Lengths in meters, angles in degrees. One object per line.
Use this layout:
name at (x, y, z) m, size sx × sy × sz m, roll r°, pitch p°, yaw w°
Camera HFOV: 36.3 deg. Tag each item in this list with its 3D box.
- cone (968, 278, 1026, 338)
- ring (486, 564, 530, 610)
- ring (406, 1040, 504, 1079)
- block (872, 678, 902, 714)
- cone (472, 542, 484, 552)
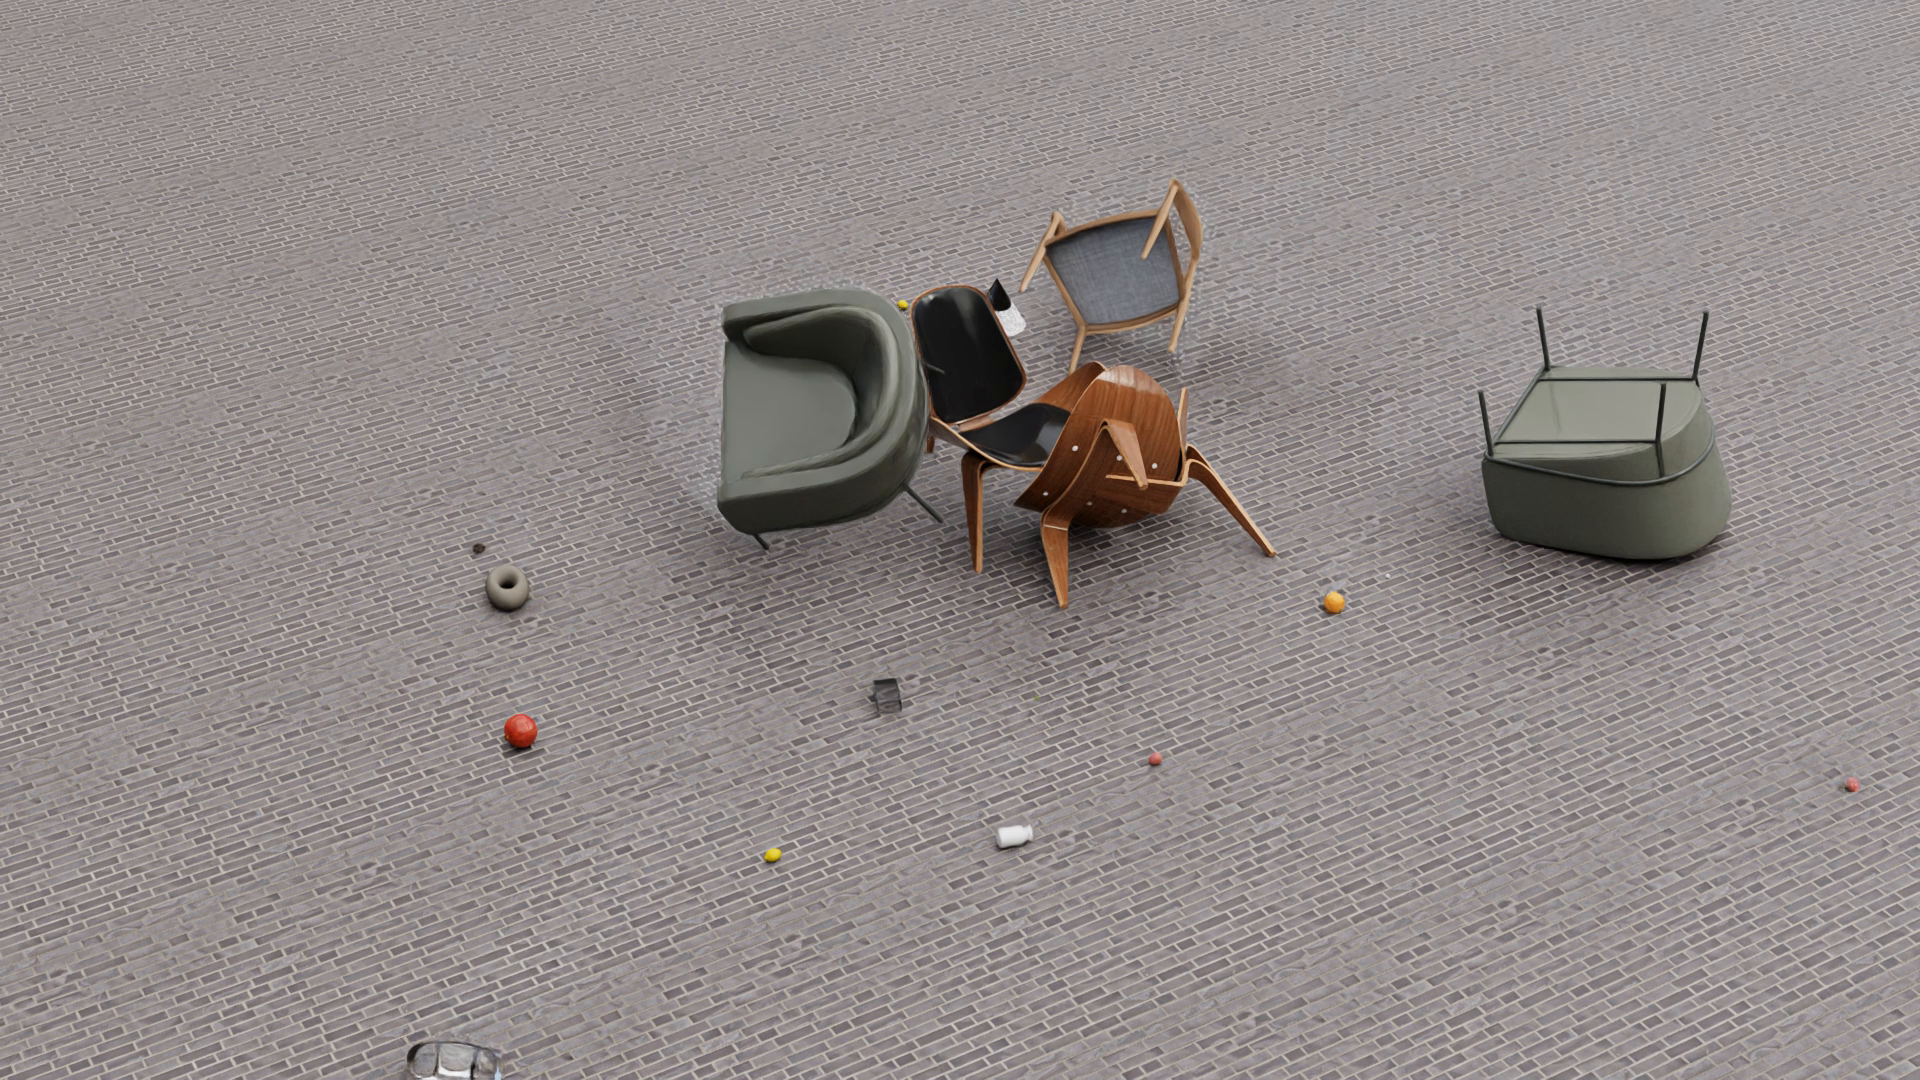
cone at (0.154, -0.998, 12.256) m, size 0.248 × 0.223 × 0.230 m, roll -8°, pitch 34°, yaw -12°
ring at (-1.639, 0.171, 10.616) m, size 0.155 × 0.077 × 0.235 m, roll -7°, pitch 35°, yaw -13°
ring at (-1.460, 1.515, 8.482) m, size 0.281 × 0.186 × 0.097 m, roll 9°, pitch 66°, yaw -8°
block at (-0.250, 0.536, 10.080) m, size 0.081 × 0.055 × 0.125 m, roll -5°, pitch 34°, yaw -8°
cone at (-1.798, 0.025, 10.890) m, size 0.050 × 0.036 × 0.065 m, roll 9°, pitch -6°, yaw -20°
